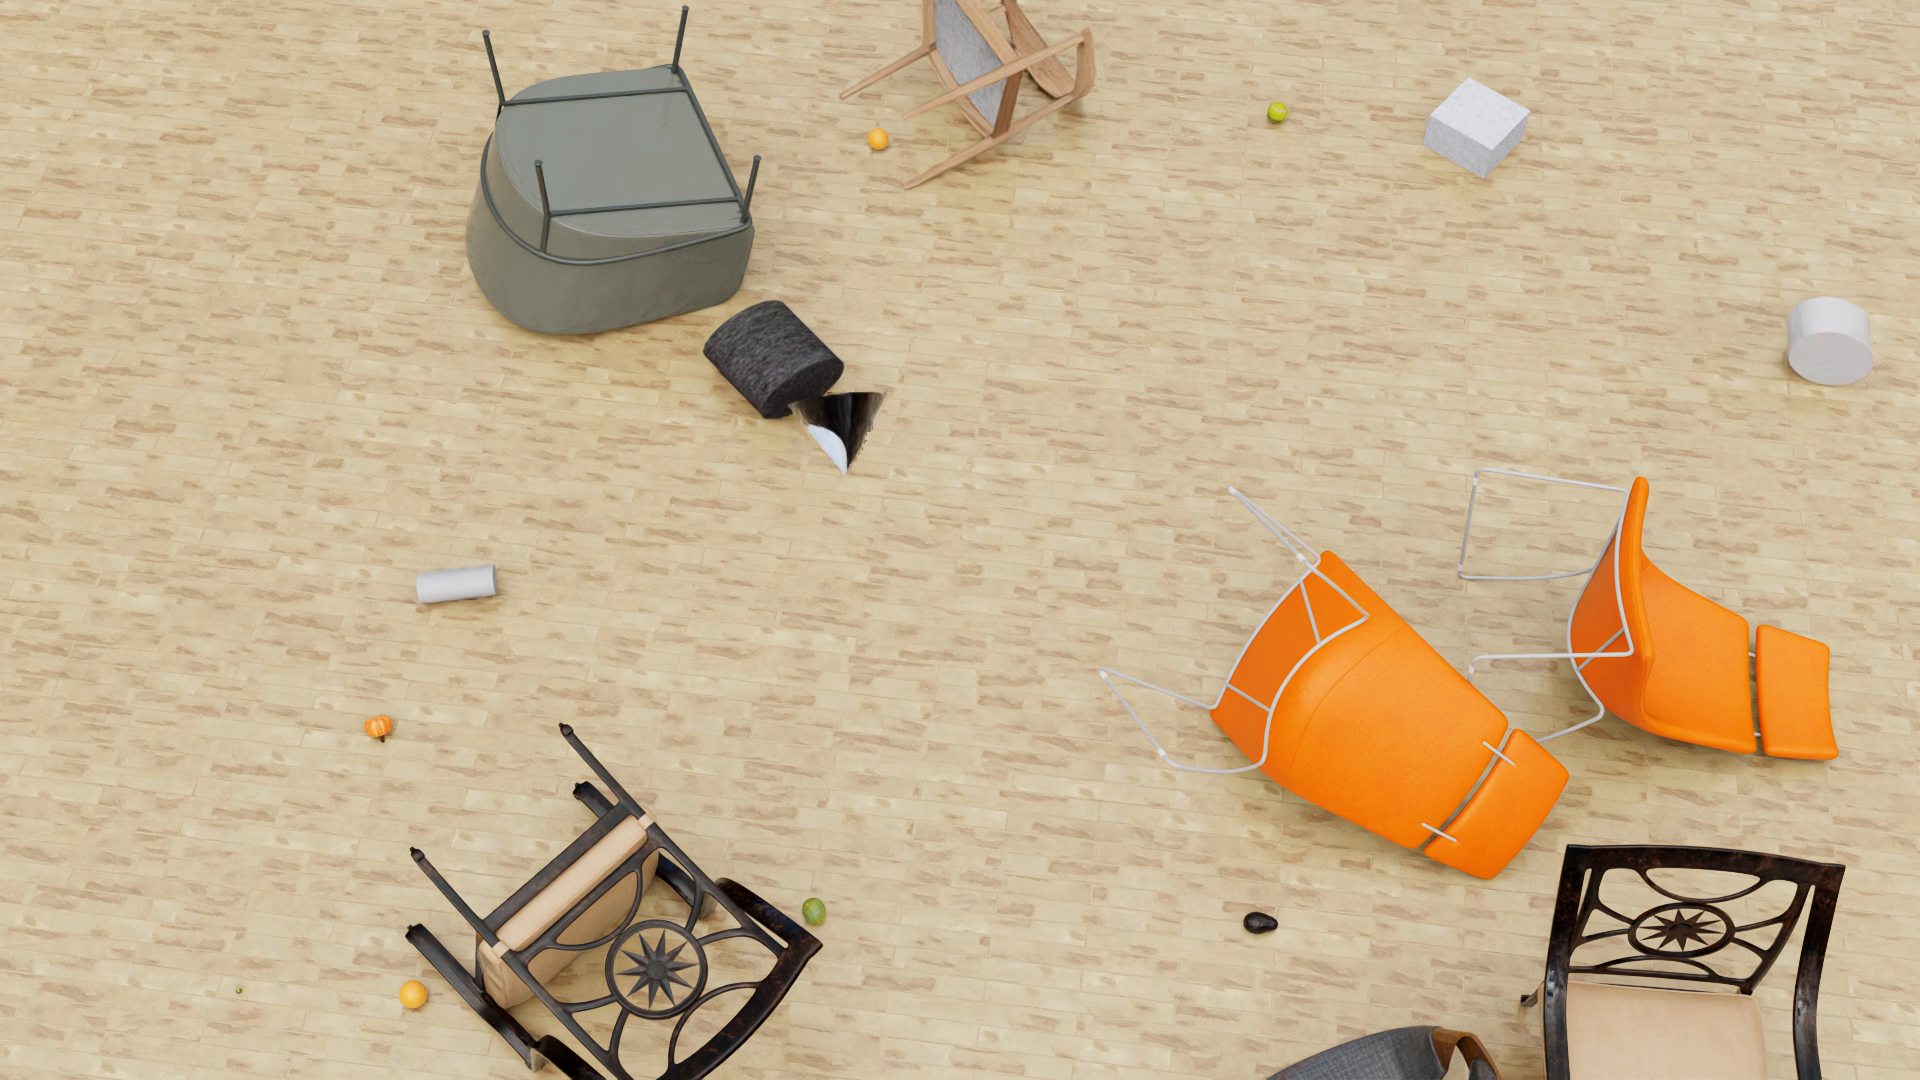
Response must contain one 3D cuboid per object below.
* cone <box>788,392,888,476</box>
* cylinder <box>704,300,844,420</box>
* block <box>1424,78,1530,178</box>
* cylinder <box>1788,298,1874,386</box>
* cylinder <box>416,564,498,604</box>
[{"bbox_3d":[-0.363,-0.312,6.712,0.312,0.267,0.234,-7,86,14],"label":"cone"},{"bbox_3d":[-0.579,-0.563,6.838,0.320,0.186,0.304,-31,61,-26],"label":"cylinder"},{"bbox_3d":[1.743,-1.392,7.424,0.245,0.139,0.235,35,63,21],"label":"block"},{"bbox_3d":[2.705,-0.617,6.838,0.278,0.228,0.141,31,52,-27],"label":"cylinder"},{"bbox_3d":[-1.470,0.127,6.434,0.219,0.085,0.109,-7,31,-4],"label":"cylinder"}]
